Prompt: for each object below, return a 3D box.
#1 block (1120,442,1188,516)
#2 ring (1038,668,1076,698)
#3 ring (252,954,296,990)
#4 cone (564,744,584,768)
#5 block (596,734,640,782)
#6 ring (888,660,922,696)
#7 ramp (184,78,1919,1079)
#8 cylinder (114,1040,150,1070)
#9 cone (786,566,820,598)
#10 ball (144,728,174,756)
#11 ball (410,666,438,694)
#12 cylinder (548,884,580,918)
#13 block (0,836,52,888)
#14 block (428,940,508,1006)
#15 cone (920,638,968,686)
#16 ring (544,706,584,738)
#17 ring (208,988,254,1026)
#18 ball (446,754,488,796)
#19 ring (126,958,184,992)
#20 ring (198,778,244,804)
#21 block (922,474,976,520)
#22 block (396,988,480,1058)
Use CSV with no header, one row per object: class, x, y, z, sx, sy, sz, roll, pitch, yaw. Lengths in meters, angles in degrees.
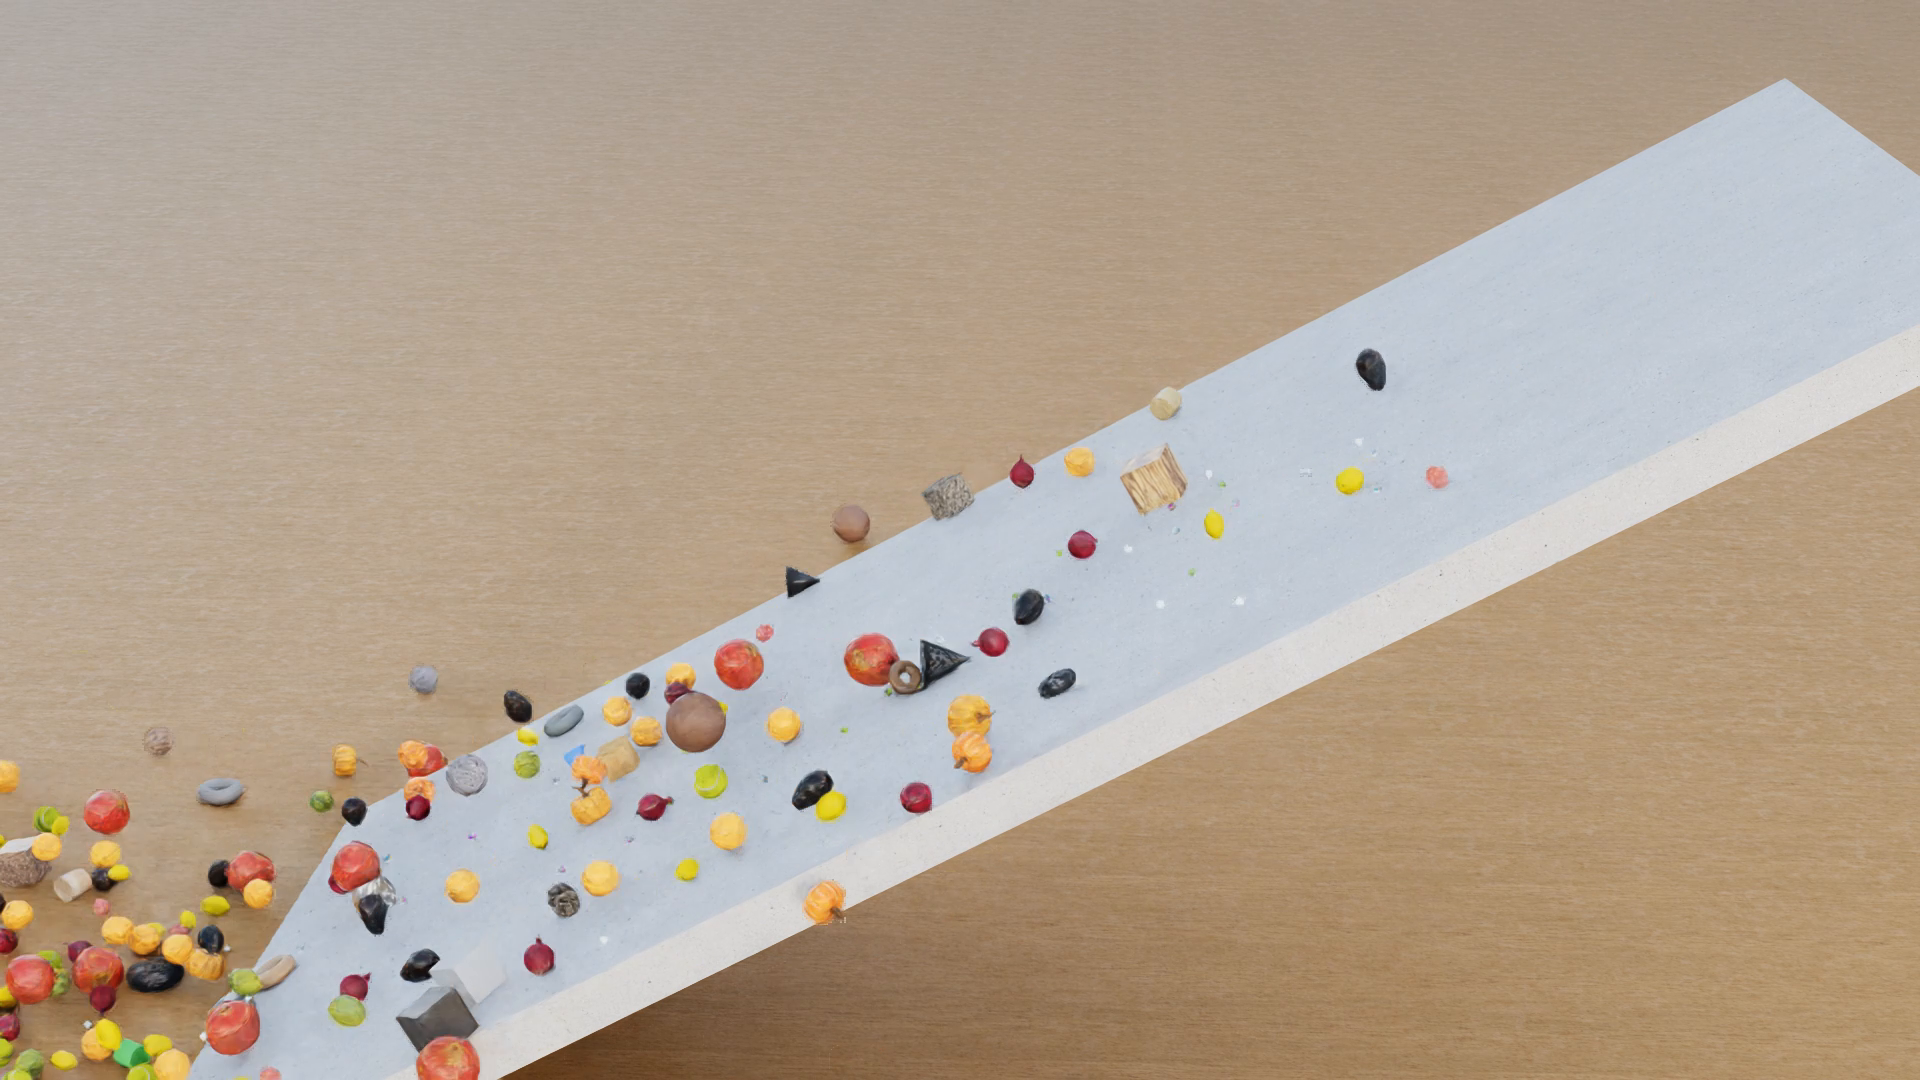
block,0.420,-0.132,6.353,0.100,0.100,0.100,-24,15,22
ring,0.184,0.272,5.578,0.079,0.026,0.079,-29,13,7
ring,-1.534,0.965,6.576,0.106,0.035,0.106,-27,15,8
cone,-0.885,0.493,6.835,0.054,0.054,0.054,29,20,-12
block,-0.771,0.492,6.628,0.068,0.068,0.068,-28,14,9
ring,-0.112,0.282,6.032,0.075,0.075,0.025,-12,-9,-33
ramp,0.141,0.167,6.282,4.000,0.100,2.000,-27,14,11
cylinder,-1.825,1.135,6.483,0.057,0.057,0.057,11,21,33
cone,-0.384,0.102,7.272,0.083,0.083,0.083,-2,18,0
ball,-2.242,0.564,8.231,0.077,0.077,0.077,0,18,0
ball,-1.583,0.412,8.695,0.081,0.081,0.081,0,18,0
cylinder,-0.795,0.723,5.898,0.057,0.057,0.057,-5,8,-15
block,-2.362,0.811,7.415,0.091,0.091,0.091,-8,17,10
block,-0.958,0.846,5.732,0.090,0.090,0.090,-14,21,47
cone,-0.027,0.247,6.048,0.098,0.098,0.098,-4,18,-6
ring,-0.978,0.447,7.260,0.109,0.036,0.109,-29,15,8
ring,-1.611,1.030,6.500,0.112,0.037,0.112,-29,14,8
ball,-1.038,0.495,6.196,0.088,0.088,0.088,0,18,0
ring,-1.882,1.016,6.877,0.131,0.044,0.131,-1,18,0
ring,-1.993,0.678,7.932,0.126,0.042,0.126,-1,18,0
block,-0.028,-0.106,7.195,0.079,0.079,0.079,-39,17,-32
block,-0.987,0.911,5.558,0.093,0.093,0.093,-40,17,-35
